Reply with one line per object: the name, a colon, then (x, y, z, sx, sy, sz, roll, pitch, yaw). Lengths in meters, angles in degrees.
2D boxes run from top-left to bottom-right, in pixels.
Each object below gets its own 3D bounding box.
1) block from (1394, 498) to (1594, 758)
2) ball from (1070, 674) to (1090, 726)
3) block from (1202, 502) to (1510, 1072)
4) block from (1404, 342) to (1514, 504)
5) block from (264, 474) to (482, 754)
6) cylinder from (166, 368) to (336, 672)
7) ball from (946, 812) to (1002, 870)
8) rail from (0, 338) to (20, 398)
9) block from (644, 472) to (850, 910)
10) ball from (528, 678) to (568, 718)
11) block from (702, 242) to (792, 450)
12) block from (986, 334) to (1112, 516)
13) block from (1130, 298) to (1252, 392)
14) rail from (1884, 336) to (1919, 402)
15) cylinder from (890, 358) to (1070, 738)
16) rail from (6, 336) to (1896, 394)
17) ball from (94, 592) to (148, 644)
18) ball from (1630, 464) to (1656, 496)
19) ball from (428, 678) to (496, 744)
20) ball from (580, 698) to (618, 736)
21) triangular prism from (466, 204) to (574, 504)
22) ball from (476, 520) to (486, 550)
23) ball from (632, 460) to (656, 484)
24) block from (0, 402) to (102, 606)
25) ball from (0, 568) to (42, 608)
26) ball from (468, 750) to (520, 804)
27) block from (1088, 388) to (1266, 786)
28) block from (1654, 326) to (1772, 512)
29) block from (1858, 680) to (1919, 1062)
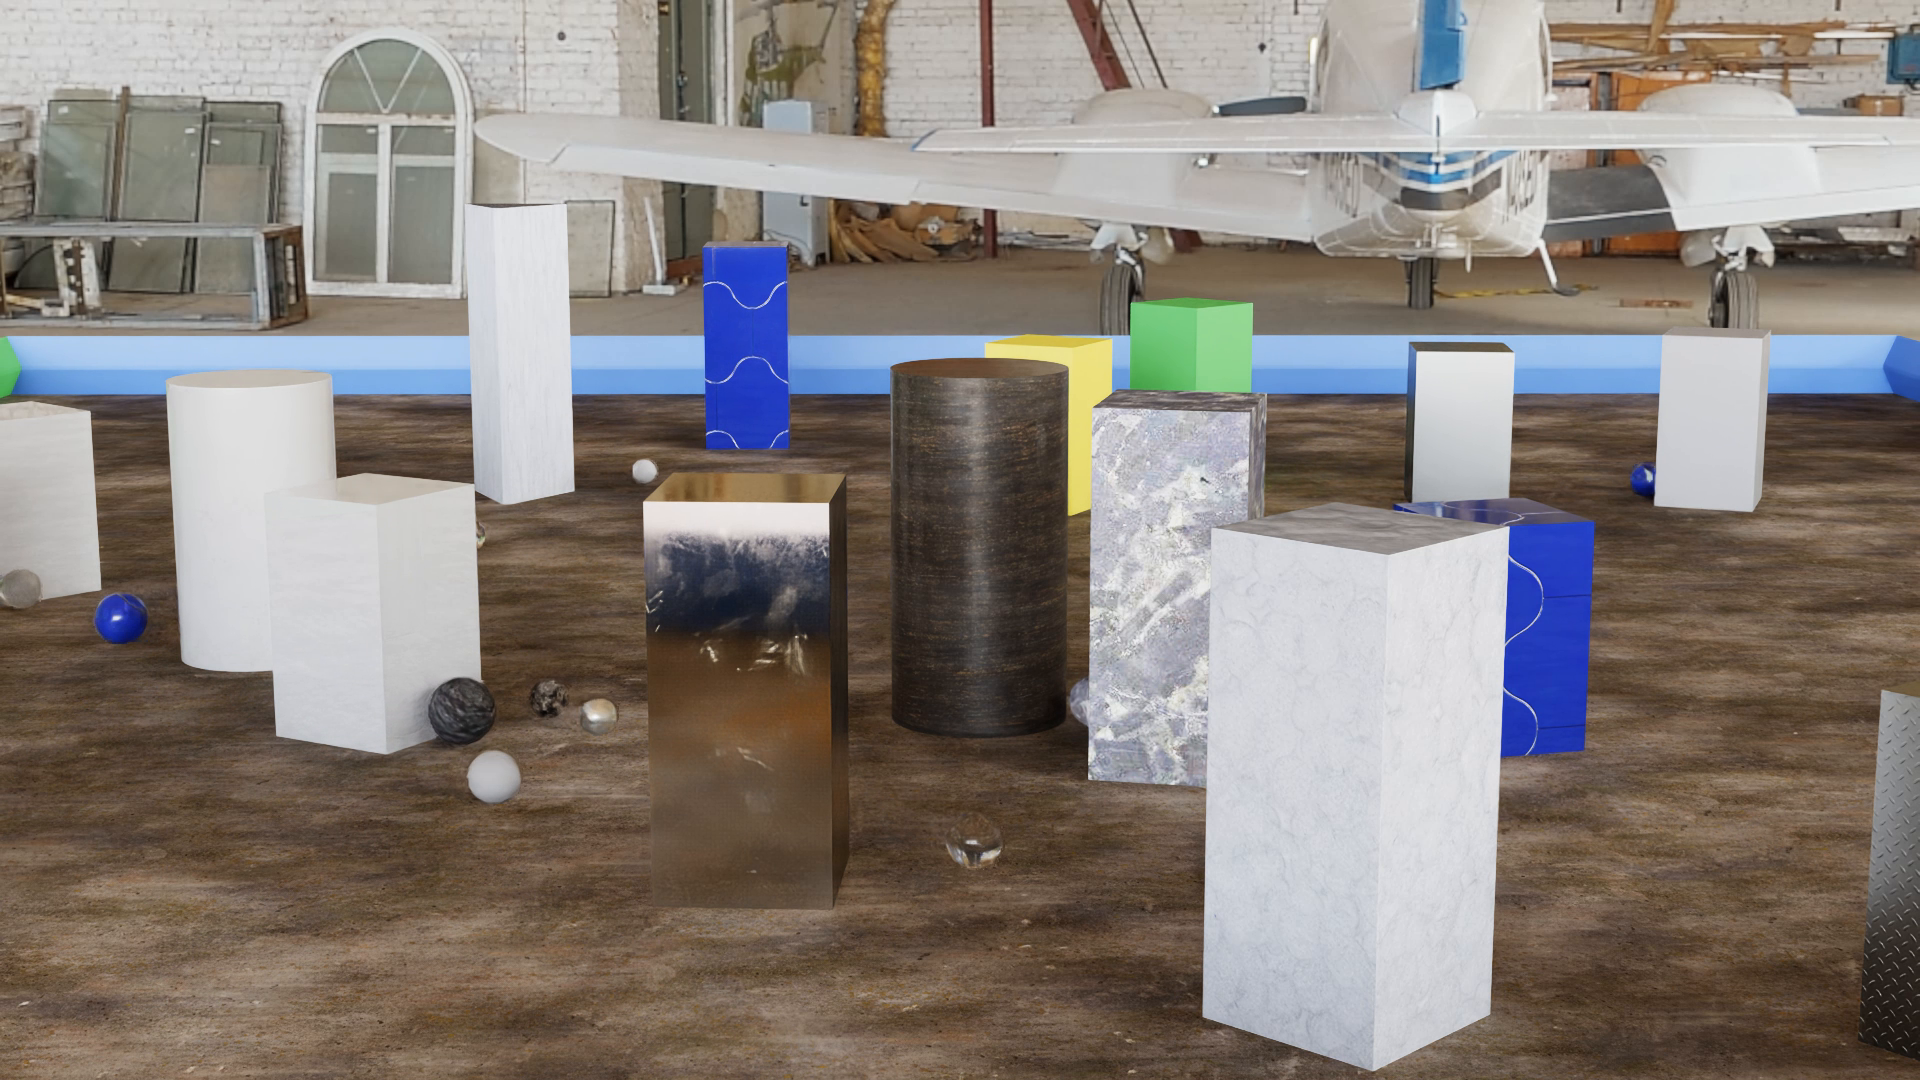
block: (0.575, 0.093, 2.794, 0.159, 0.251, 0.159, -3, 11, -15)
ball: (0.152, 0.179, 2.856, 0.060, 0.060, 0.060, 0, 10, 0)
block: (0.300, 0.180, 1.957, 0.159, 0.385, 0.159, 10, 14, 43)
block: (0.837, -0.194, 4.314, 0.159, 0.262, 0.159, 1, 11, 5)
block: (-0.644, 0.077, 2.828, 0.159, 0.271, 0.159, 6, 12, 29)
cylinder: (-0.874, -0.028, 3.187, 0.198, 0.347, 0.198, 0, 10, 0)
ball: (0.013, 0.276, 2.354, 0.052, 0.052, 0.052, 0, 10, 0)
rail: (-2.093, 0.035, 3.437, 0.045, 0.129, 4.684, 0, 10, 0)
block: (-0.186, 0.131, 2.290, 0.159, 0.360, 0.159, 1, 10, 3)
ball: (-0.465, 0.179, 2.899, 0.044, 0.044, 0.044, 0, 10, 0)
block: (-0.411, -0.380, 4.976, 0.159, 0.387, 0.159, 0, 10, -2)
block: (0.148, -0.195, 4.284, 0.159, 0.275, 0.159, 5, 12, 27)
block: (0.426, -0.290, 4.737, 0.159, 0.297, 0.159, -10, 15, -44)
rail: (2.093, 0.031, 3.461, 0.045, 0.129, 4.684, 0, 10, 0)
cylinder: (0.021, 0.004, 2.873, 0.198, 0.397, 0.198, 0, 10, 0)
rail: (-0.013, -0.389, 5.728, 4.233, 0.129, 0.045, 0, 10, 0)
ball: (-1.070, 0.099, 3.272, 0.065, 0.065, 0.065, 0, 10, 0)
ball: (1.175, -0.103, 4.393, 0.054, 0.054, 0.054, 0, 10, 0)
ball: (-0.540, 0.186, 2.785, 0.072, 0.072, 0.072, 0, 10, 0)
ball: (-0.398, 0.194, 2.825, 0.041, 0.041, 0.041, 0, 10, 0)
triangular prism: (-0.778, -0.323, 4.374, 0.149, 0.494, 0.172, 7, 12, 32)
ball: (-0.745, -0.008, 3.884, 0.053, 0.053, 0.053, 0, 10, 0)
ball: (-0.557, -0.121, 4.522, 0.043, 0.043, 0.043, 0, 10, 0)
block: (-1.320, -0.053, 3.578, 0.159, 0.254, 0.159, 9, 14, 41)
ball: (-1.275, 0.066, 3.482, 0.054, 0.054, 0.054, 0, 10, 0)
ball: (-0.466, 0.237, 2.565, 0.052, 0.052, 0.052, 0, 10, 0)
block: (0.228, 0.047, 2.673, 0.159, 0.387, 0.159, 2, 11, 13)
block: (1.266, -0.206, 4.314, 0.159, 0.287, 0.159, 4, 11, 22)
block: (0.790, 0.247, 1.902, 0.159, 0.273, 0.159, -8, 13, -37)
